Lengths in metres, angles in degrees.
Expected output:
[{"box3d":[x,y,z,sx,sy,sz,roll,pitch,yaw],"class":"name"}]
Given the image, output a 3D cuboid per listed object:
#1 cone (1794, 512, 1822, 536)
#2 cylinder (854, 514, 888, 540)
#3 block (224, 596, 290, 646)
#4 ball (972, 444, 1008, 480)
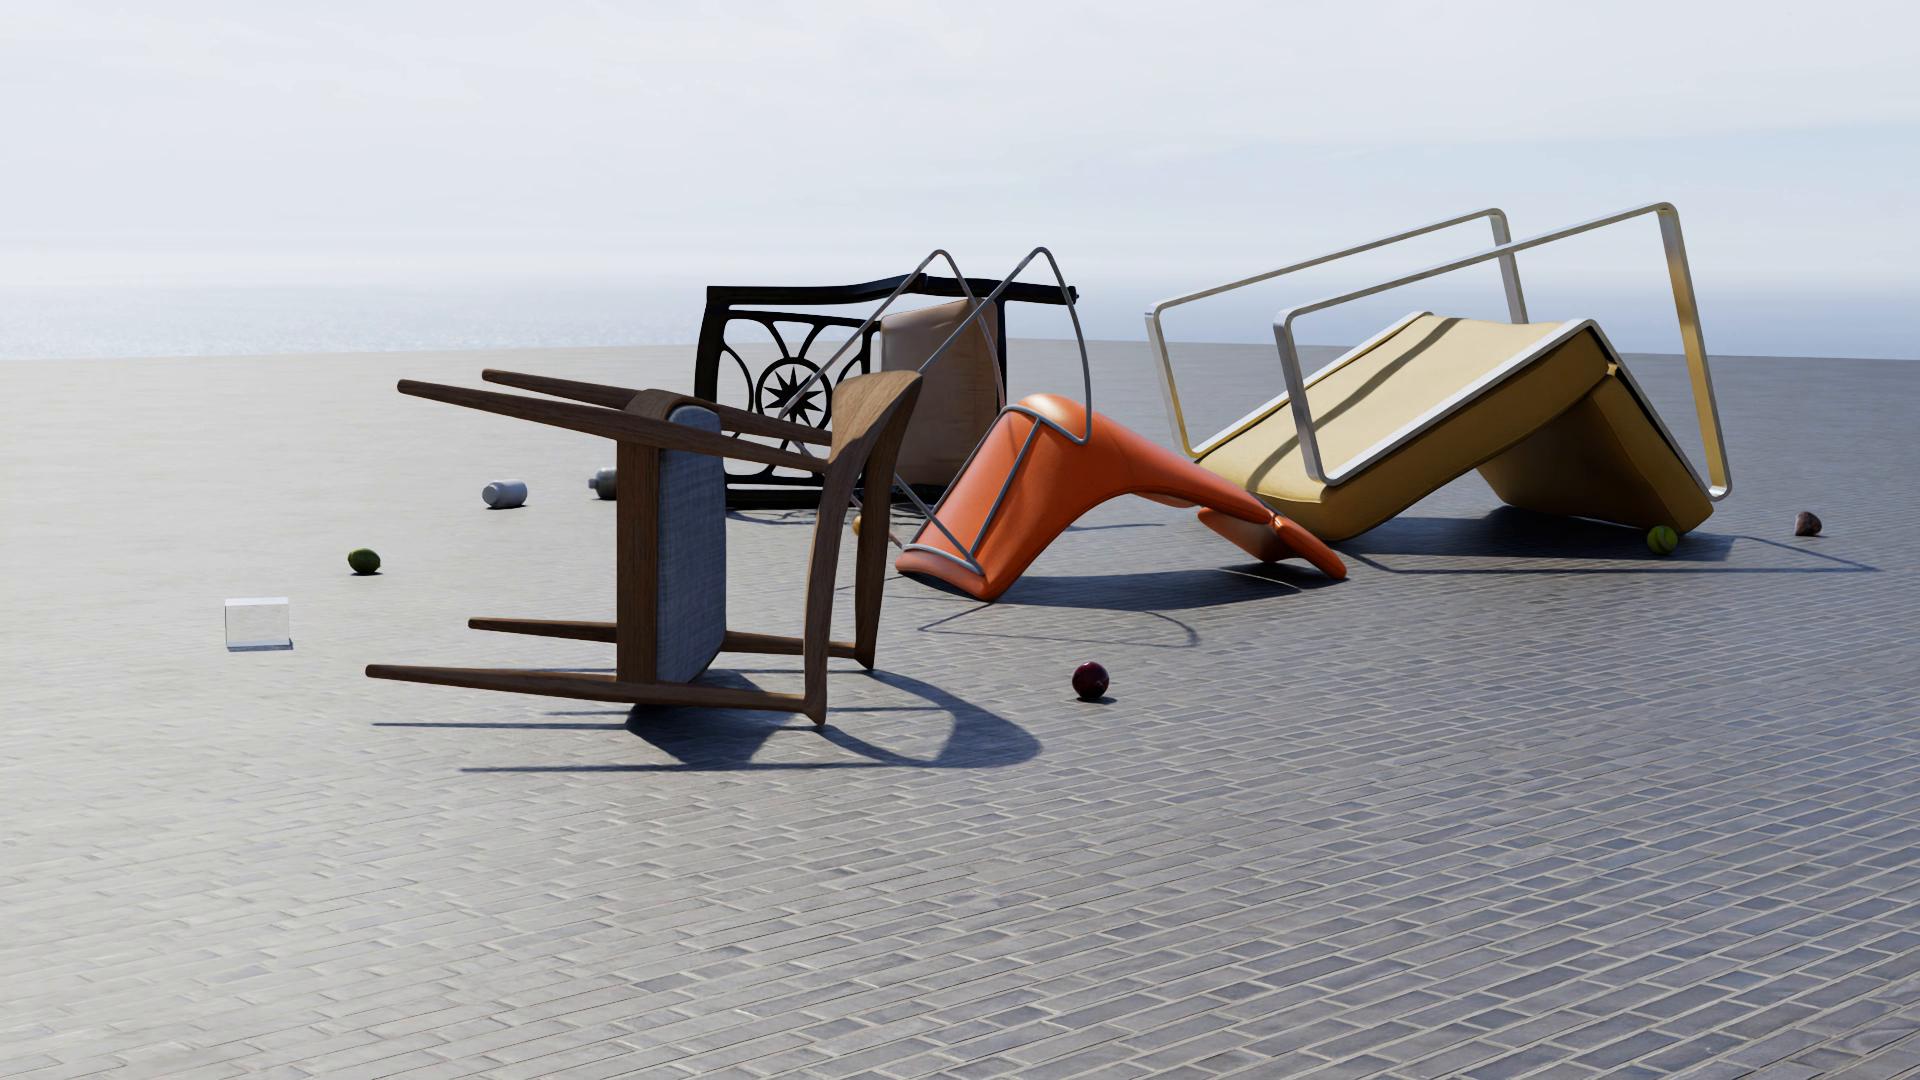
[{"box3d":[2.141,-0.027,6.527,0.065,0.066,0.076,-36,21,-28],"class":"cone"},{"box3d":[-0.224,-0.032,6.425,0.050,0.060,0.074,6,1,45],"class":"cylinder"},{"box3d":[-1.267,0.147,4.625,0.109,0.074,0.099,-2,6,-15],"class":"block"},{"box3d":[0.096,-0.249,8.263,0.116,0.116,0.116,0,6,0],"class":"ball"}]
